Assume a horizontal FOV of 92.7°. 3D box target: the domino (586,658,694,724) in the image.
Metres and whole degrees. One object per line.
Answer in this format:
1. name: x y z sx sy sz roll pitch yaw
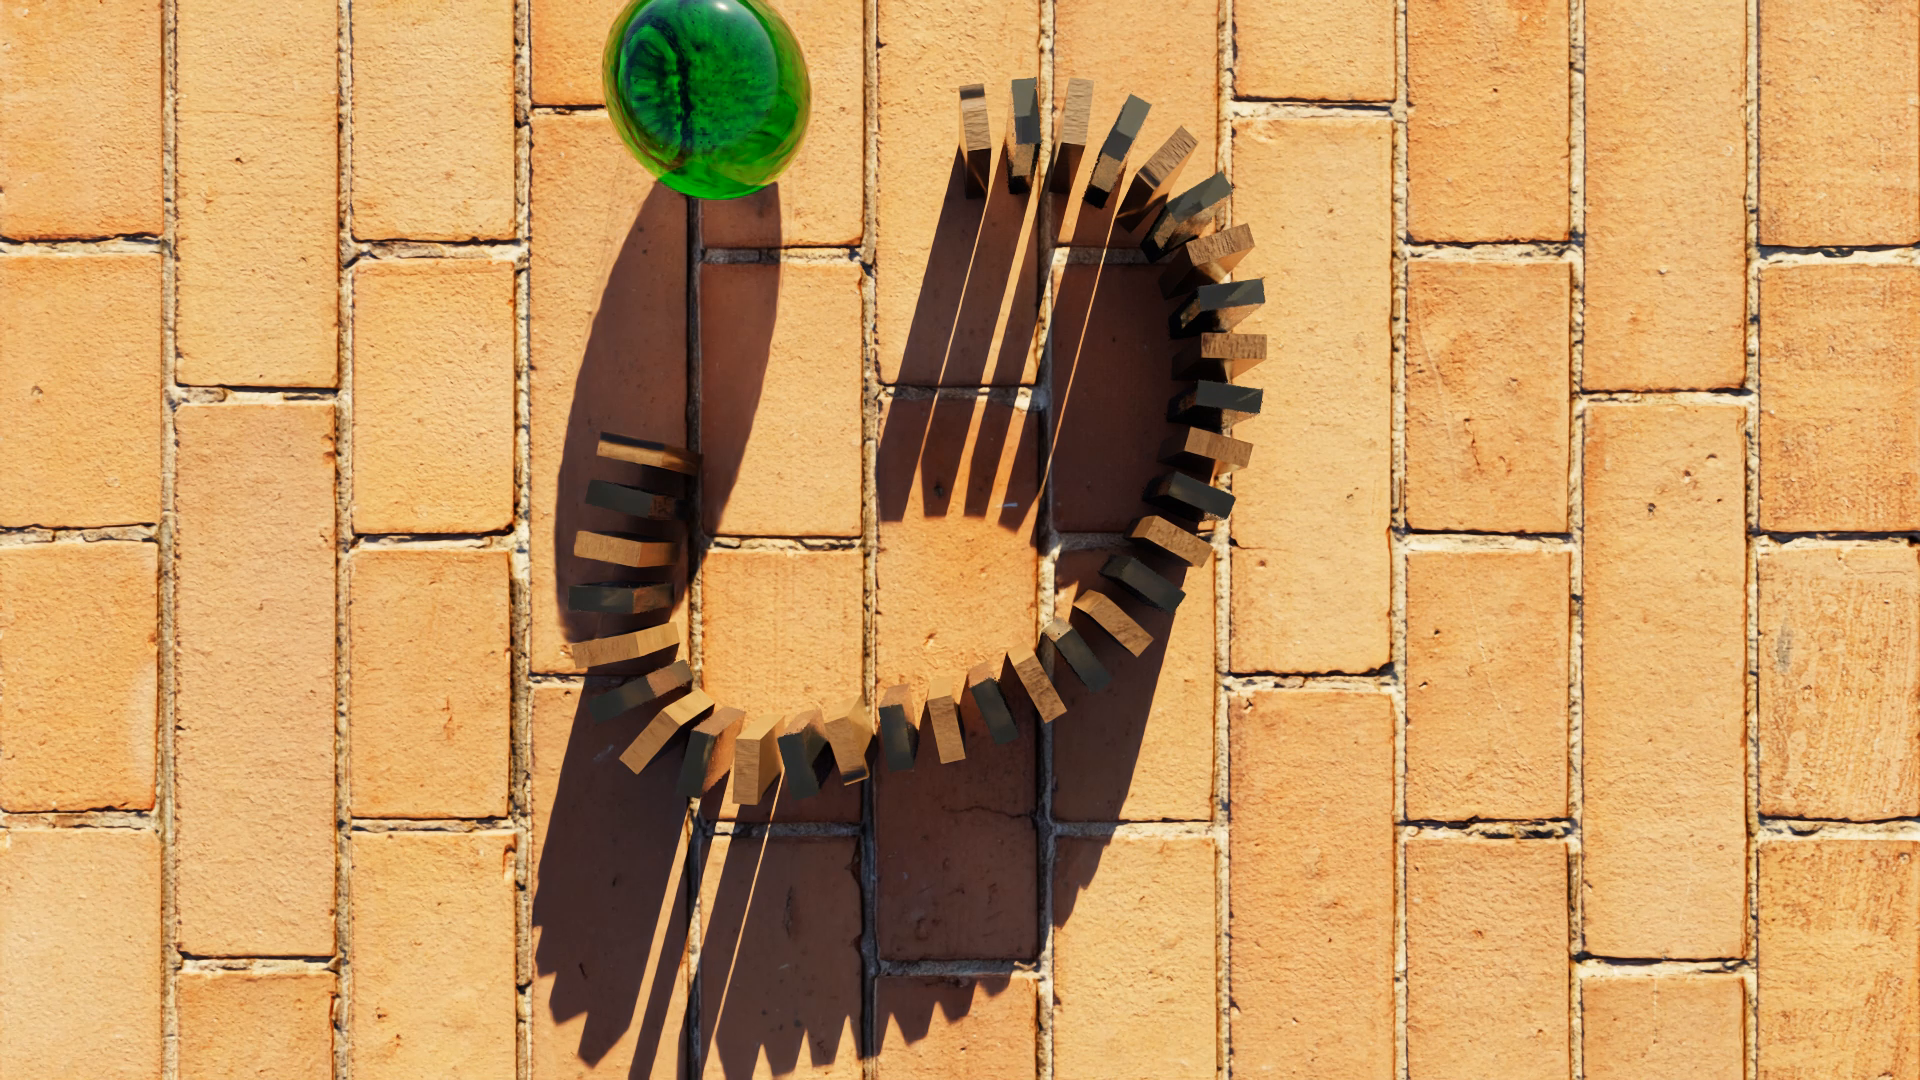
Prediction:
1. domino: -0.130 0.061 0.375 0.025 0.050 0.009 -24 90 0

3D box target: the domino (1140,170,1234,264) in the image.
1. domino: 0.092 -0.131 0.375 0.025 0.050 0.009 -30 90 0

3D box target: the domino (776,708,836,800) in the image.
1. domino: -0.062 0.087 0.375 0.009 0.050 0.025 -15 90 0

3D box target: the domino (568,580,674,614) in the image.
1. domino: -0.137 0.023 0.375 0.025 0.050 0.009 3 90 0

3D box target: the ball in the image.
1. ball: -0.098 -0.176 0.360 0.080 0.080 0.080 0 90 0

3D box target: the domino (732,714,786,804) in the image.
1. domino: -0.082 0.089 0.375 0.010 0.050 0.025 3 90 0

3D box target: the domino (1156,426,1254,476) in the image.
1. domino: 0.099 -0.035 0.375 0.025 0.050 0.010 15 90 0

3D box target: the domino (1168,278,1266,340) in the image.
1. domino: 0.104 -0.094 0.375 0.025 0.050 0.010 -8 90 0

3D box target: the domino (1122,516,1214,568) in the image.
1. domino: 0.084 0.001 0.375 0.025 0.050 0.010 29 90 0

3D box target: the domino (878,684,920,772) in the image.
1. domino: -0.025 0.076 0.375 0.009 0.050 0.025 -10 90 0

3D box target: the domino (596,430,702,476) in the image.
1. domino: -0.126 -0.035 0.375 0.025 0.050 0.009 11 90 0

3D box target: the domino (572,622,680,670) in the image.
1. domino: -0.135 0.042 0.375 0.025 0.050 0.010 -11 90 0

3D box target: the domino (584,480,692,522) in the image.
1. domino: -0.130 -0.016 0.375 0.025 0.050 0.010 14 90 0

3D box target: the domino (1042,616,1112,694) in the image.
1. domino: 0.047 0.046 0.375 0.009 0.050 0.025 -37 90 0

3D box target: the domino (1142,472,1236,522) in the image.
1. domino: 0.092 -0.017 0.375 0.025 0.050 0.010 23 90 0

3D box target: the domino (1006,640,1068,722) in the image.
1. domino: 0.031 0.057 0.375 0.009 0.050 0.025 -30 90 0

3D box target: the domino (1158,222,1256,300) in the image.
1. domino: 0.100 -0.113 0.375 0.025 0.050 0.010 -18 90 0

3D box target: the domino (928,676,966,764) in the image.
1. domino: -0.005 0.072 0.375 0.010 0.050 0.025 -13 90 0

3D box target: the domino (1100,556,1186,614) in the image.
1. domino: 0.074 0.017 0.375 0.025 0.050 0.010 34 90 0

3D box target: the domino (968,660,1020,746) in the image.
1. domino: 0.013 0.066 0.375 0.009 0.050 0.025 -25 90 0

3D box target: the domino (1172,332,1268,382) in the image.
1. domino: 0.105 -0.074 0.375 0.025 0.050 0.010 2 90 0

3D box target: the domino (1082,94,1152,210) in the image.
1. domino: 0.063 -0.157 0.375 0.009 0.050 0.025 28 90 0

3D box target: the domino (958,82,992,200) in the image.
1. domino: 0.006 -0.162 0.375 0.010 0.050 0.025 -7 90 0

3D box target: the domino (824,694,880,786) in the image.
1. domino: -0.044 0.081 0.375 0.009 0.050 0.025 -18 90 0

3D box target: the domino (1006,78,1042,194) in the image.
1. domino: 0.025 -0.164 0.375 0.009 0.050 0.025 -5 90 0

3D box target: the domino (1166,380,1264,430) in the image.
1. domino: 0.103 -0.055 0.375 0.025 0.050 0.010 9 90 0

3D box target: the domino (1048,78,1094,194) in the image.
1. domino: 0.045 -0.164 0.375 0.010 0.050 0.025 8 90 0

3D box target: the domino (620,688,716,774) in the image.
1. domino: -0.119 0.077 0.375 0.009 0.050 0.025 42 90 0

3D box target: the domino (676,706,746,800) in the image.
1. domino: -0.101 0.086 0.375 0.009 0.050 0.025 15 90 0

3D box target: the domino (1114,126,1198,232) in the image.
1. domino: 0.079 -0.146 0.375 0.010 0.050 0.025 43 90 0

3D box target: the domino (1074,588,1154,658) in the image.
1. domino: 0.062 0.033 0.375 0.025 0.050 0.009 42 90 0

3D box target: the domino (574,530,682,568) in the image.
1. domino: -0.135 0.003 0.375 0.025 0.050 0.009 11 90 0
